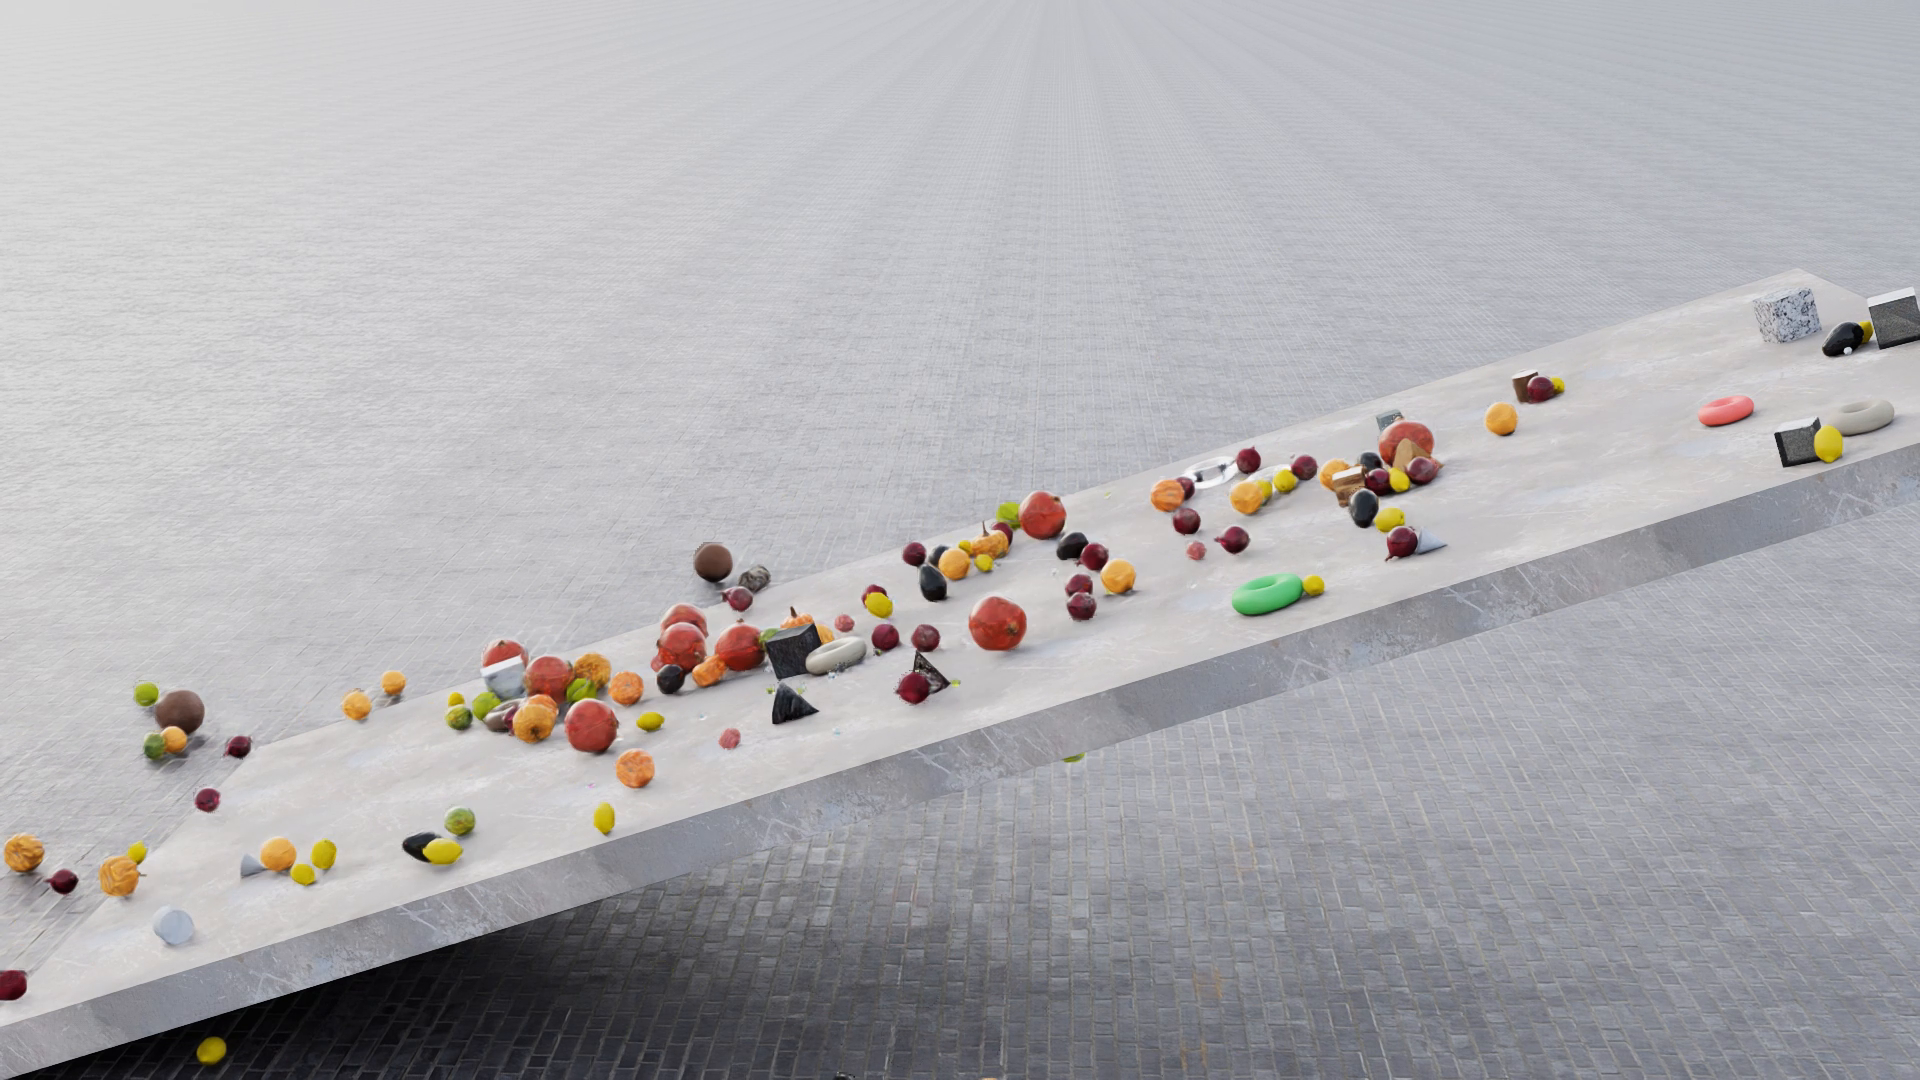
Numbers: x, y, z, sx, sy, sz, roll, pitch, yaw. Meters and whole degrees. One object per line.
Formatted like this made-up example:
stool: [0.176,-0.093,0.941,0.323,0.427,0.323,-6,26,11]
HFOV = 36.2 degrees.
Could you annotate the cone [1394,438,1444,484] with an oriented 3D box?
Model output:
cone: [0.977,-0.161,6.196,0.097,0.097,0.097,7,10,-14]

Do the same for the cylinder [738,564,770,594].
cylinder: [-0.513,0.100,7.347,0.059,0.059,0.059,7,31,32]

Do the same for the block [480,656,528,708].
block: [-1.065,0.341,6.932,0.098,0.098,0.098,-20,11,-9]

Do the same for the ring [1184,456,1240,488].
ring: [0.584,-0.156,6.838,0.137,0.046,0.137,-17,11,3]

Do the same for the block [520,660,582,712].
block: [-0.942,0.335,6.773,0.091,0.091,0.091,-25,12,-31]

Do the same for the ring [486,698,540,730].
ring: [-1.020,0.398,6.714,0.134,0.045,0.134,-17,11,3]

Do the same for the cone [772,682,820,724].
cone: [-0.321,0.333,5.867,0.087,0.087,0.087,11,13,8]

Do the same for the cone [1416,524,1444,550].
cone: [0.892,0.005,5.536,0.054,0.054,0.054,28,17,9]

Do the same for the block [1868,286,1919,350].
block: [1.904,-0.451,5.979,0.092,0.092,0.092,-15,11,19]

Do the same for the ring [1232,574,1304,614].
ring: [0.577,0.101,5.517,0.140,0.047,0.140,-16,11,3]

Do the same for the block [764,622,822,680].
block: [-0.350,0.238,6.284,0.085,0.085,0.085,-14,11,24]

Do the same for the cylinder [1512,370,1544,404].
cylinder: [1.273,-0.344,6.593,0.060,0.060,0.060,-18,10,3]

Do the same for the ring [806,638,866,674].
ring: [-0.262,0.245,6.207,0.136,0.045,0.136,-19,10,4]

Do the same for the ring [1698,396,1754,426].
ring: [1.509,-0.255,5.794,0.110,0.037,0.110,-16,10,3]

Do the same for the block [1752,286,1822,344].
block: [1.787,-0.486,6.357,0.094,0.094,0.094,-20,11,-9]

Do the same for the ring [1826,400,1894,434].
ring: [1.650,-0.225,5.389,0.122,0.041,0.122,-17,11,3]

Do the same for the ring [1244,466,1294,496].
ring: [0.690,-0.133,6.555,0.119,0.040,0.119,-19,11,4]

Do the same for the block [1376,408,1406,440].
block: [0.982,-0.264,6.696,0.051,0.051,0.051,-18,10,1]

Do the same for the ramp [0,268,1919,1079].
ramp: [0.101,0.183,6.310,4.000,0.100,2.000,-17,10,5]

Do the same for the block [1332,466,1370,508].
block: [0.819,-0.111,6.153,0.062,0.062,0.062,-16,11,14]

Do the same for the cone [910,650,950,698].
cone: [-0.072,0.252,5.733,0.086,0.086,0.086,-18,10,3]

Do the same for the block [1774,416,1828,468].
block: [1.514,-0.177,5.297,0.066,0.066,0.066,-12,12,33]
